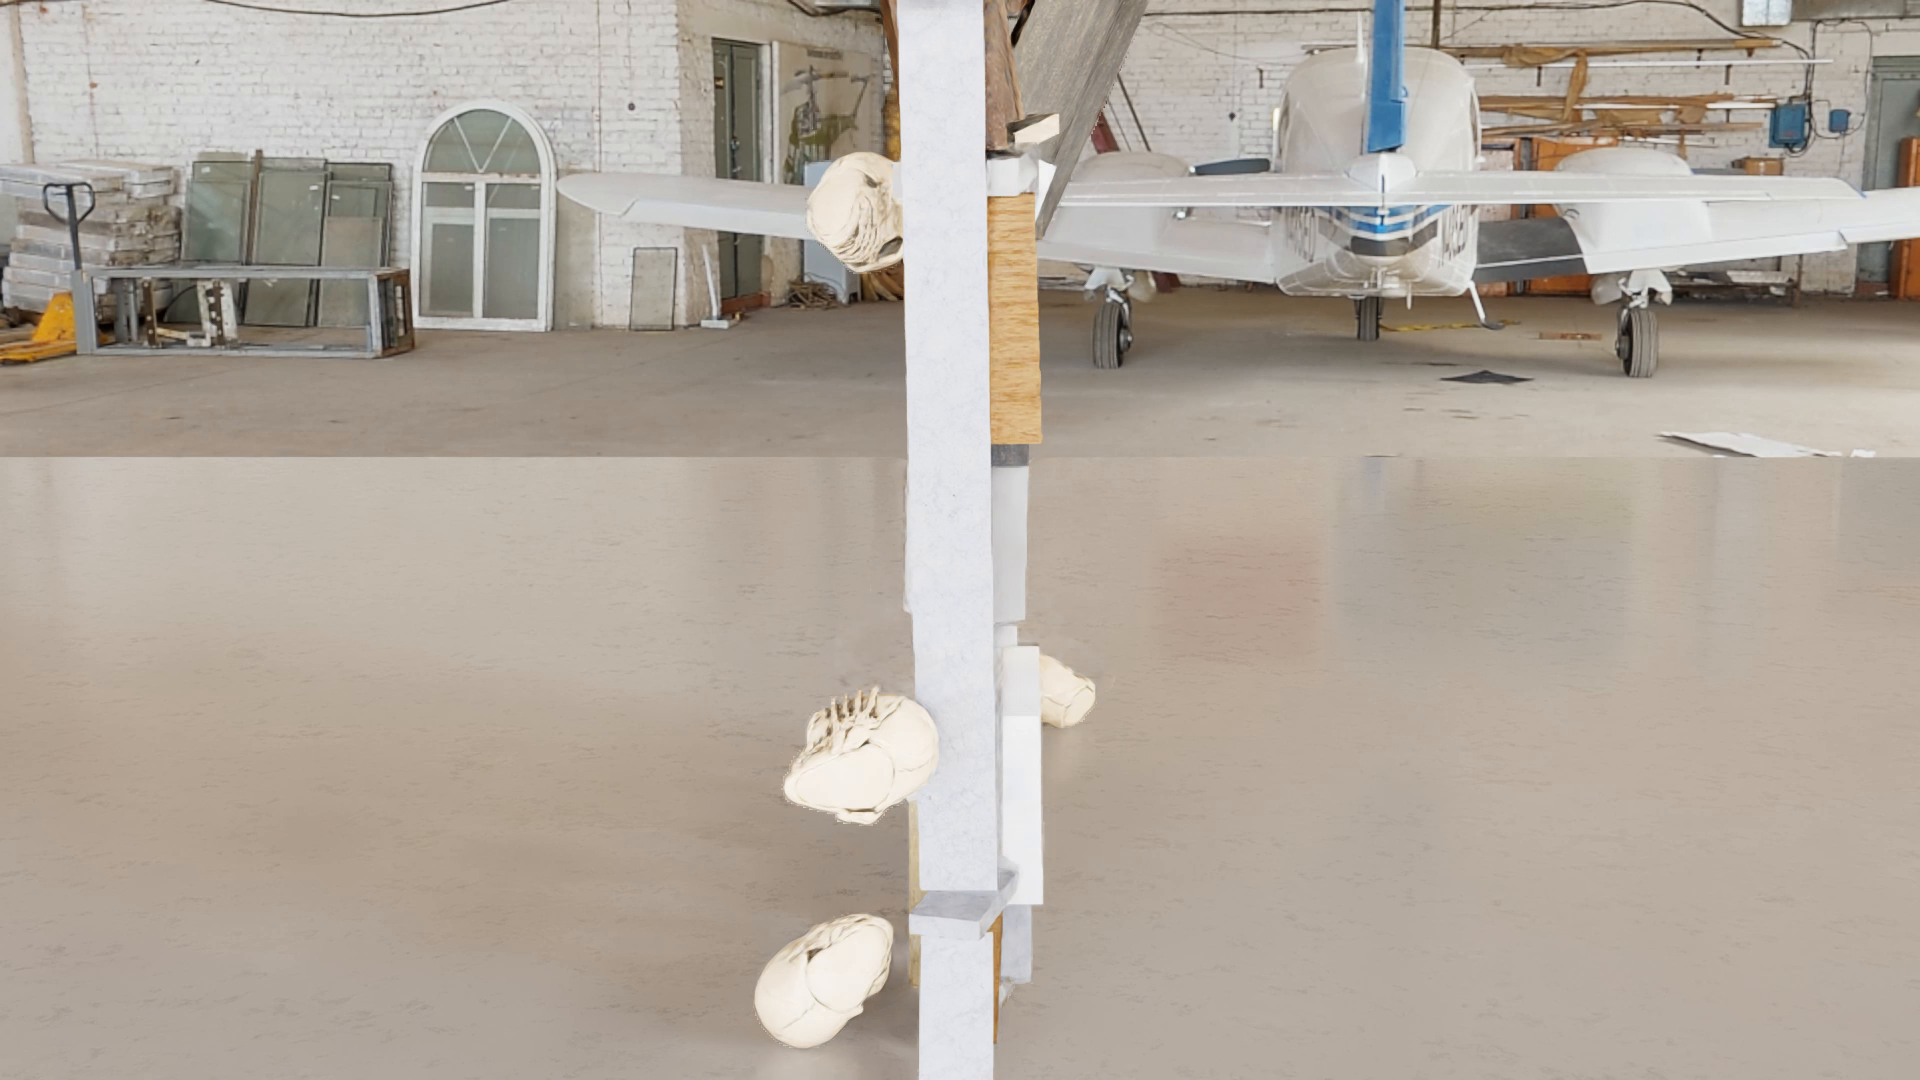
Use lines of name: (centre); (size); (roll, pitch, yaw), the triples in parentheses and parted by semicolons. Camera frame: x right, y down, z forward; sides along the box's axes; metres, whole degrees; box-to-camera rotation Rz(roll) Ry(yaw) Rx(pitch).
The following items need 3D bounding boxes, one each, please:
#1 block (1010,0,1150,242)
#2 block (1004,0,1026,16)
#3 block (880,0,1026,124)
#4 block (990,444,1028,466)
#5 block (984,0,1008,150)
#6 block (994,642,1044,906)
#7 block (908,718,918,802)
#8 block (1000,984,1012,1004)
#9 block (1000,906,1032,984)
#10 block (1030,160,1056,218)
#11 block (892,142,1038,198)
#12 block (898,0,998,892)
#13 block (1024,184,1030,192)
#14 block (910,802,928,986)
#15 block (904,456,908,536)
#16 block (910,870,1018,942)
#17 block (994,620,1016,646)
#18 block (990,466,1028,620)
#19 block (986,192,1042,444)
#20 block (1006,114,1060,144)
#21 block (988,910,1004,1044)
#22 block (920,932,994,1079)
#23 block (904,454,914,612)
block: (0.139, -0.709, 3.459); (0.170, 0.447, 0.048); (26, -5, -20)
block: (0.014, -0.878, 3.600); (0.137, 0.039, 0.274); (-4, 11, -22)
block: (-0.023, -0.756, 3.156); (0.170, 0.339, 0.048); (-14, 12, -15)
block: (0.030, -0.143, 3.073); (0.116, 0.033, 0.231); (-1, 13, -2)
block: (-0.002, -0.616, 2.884); (0.107, 0.214, 0.030); (-6, 14, 2)
block: (0.064, 0.336, 3.151); (0.104, 0.375, 0.030); (-1, 6, 3)
block: (-0.003, 0.329, 3.319); (0.149, 0.042, 0.299); (0, 11, 0)
block: (0.032, 0.635, 3.156); (0.076, 0.022, 0.153); (33, 34, 5)
block: (0.064, 0.563, 3.170); (0.076, 0.022, 0.153); (0, 55, 1)
block: (0.059, -0.486, 3.344); (0.105, 0.211, 0.030); (21, 4, 1)
block: (0.012, -0.505, 2.994); (0.164, 0.046, 0.328); (-1, 14, 7)
block: (-0.013, -0.099, 2.912); (0.107, 1.207, 0.030); (-1, 15, 1)
block: (0.016, -0.341, 3.121); (0.164, 0.328, 0.046); (-1, 10, 0)
block: (0.002, 0.514, 3.261); (0.149, 0.299, 0.042); (1, 10, 3)
block: (0.002, -0.172, 3.462); (0.167, 0.334, 0.047); (2, 10, 0)
block: (0.007, 0.503, 3.053); (0.099, 0.028, 0.197); (3, 13, 16)
block: (0.023, 0.109, 3.158); (0.104, 0.030, 0.209); (0, 13, -2)
block: (0.033, 0.000, 3.048); (0.116, 0.231, 0.033); (0, 23, -2)
block: (0.022, -0.291, 2.906); (0.164, 0.328, 0.046); (-2, 13, 2)
block: (0.065, -0.600, 3.256); (0.105, 0.030, 0.211); (1, 18, 21)
block: (0.007, 0.604, 3.085); (0.099, 0.197, 0.028); (1, -19, 6)
block: (-0.004, 0.629, 2.963); (0.099, 0.197, 0.028); (0, -21, 0)
block: (0.006, -0.096, 3.251); (0.167, 0.405, 0.047); (1, 11, -3)
